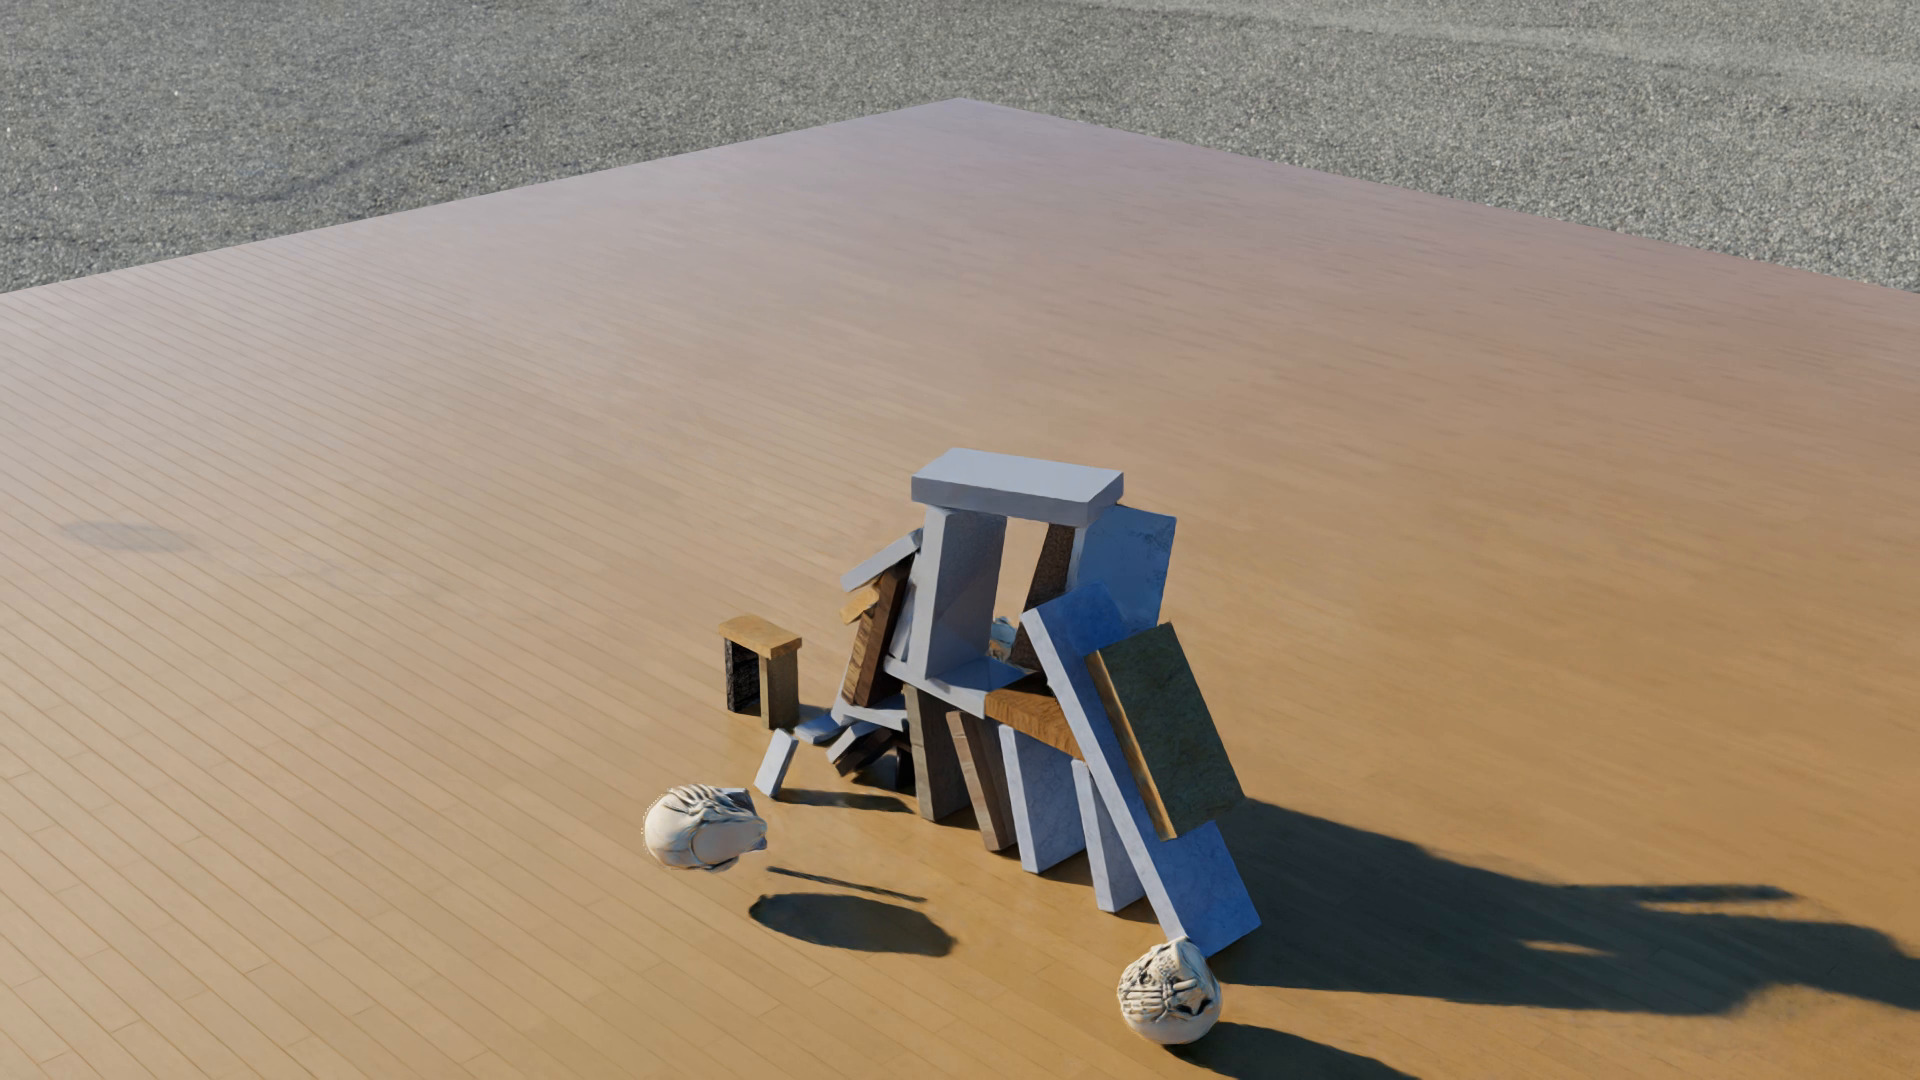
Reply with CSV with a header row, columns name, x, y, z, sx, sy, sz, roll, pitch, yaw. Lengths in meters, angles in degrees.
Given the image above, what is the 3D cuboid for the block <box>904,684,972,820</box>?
name,x,y,z,sx,sy,sz,roll,pitch,yaw
block,-0.031,0.407,4.434,0.142,0.284,0.040,-20,20,-39

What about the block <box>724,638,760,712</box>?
name,x,y,z,sx,sy,sz,roll,pitch,yaw
block,-0.476,0.285,4.862,0.025,0.176,0.088,21,31,41

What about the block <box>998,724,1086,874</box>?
name,x,y,z,sx,sy,sz,roll,pitch,yaw
block,0.164,0.478,4.254,0.148,0.295,0.042,-21,17,-40

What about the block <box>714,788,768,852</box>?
name,x,y,z,sx,sy,sz,roll,pitch,yaw
block,-0.421,0.538,4.231,0.065,0.131,0.018,-6,23,27

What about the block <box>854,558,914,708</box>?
name,x,y,z,sx,sy,sz,roll,pitch,yaw
block,-0.122,0.180,4.410,0.126,0.359,0.036,-24,53,-37

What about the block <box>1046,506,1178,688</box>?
name,x,y,z,sx,sy,sz,roll,pitch,yaw
block,0.289,0.117,4.186,0.180,0.360,0.051,11,0,-20

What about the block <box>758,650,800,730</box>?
name,x,y,z,sx,sy,sz,roll,pitch,yaw
block,-0.393,0.317,4.787,0.025,0.176,0.088,21,31,40

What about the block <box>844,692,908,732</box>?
name,x,y,z,sx,sy,sz,roll,pitch,yaw
block,-0.141,0.345,4.493,0.095,0.027,0.191,-22,21,-36

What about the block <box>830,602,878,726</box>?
name,x,y,z,sx,sy,sz,roll,pitch,yaw
block,-0.176,0.247,4.563,0.120,0.308,0.034,-18,50,-43

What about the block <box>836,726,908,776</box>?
name,x,y,z,sx,sy,sz,roll,pitch,yaw
block,-0.168,0.422,4.552,0.095,0.191,0.027,-19,72,-48

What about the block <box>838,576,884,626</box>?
name,x,y,z,sx,sy,sz,roll,pitch,yaw
block,-0.144,0.103,4.509,0.120,0.034,0.239,-21,-10,-35

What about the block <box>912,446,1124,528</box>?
name,x,y,z,sx,sy,sz,roll,pitch,yaw
block,0.108,-0.101,4.138,0.356,0.050,0.178,9,24,24

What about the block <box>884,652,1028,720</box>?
name,x,y,z,sx,sy,sz,roll,pitch,yaw
block,-0.002,0.266,4.348,0.142,0.040,0.284,-21,31,-40

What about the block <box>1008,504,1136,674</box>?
name,x,y,z,sx,sy,sz,roll,pitch,yaw
block,0.231,0.092,4.294,0.178,0.356,0.050,17,-13,0

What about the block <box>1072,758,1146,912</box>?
name,x,y,z,sx,sy,sz,roll,pitch,yaw
block,0.300,0.532,4.129,0.148,0.295,0.042,-21,15,-40

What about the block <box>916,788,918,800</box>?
name,x,y,z,sx,sy,sz,roll,pitch,yaw
block,-0.067,0.478,4.503,0.015,0.103,0.051,20,30,41

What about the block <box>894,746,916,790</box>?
name,x,y,z,sx,sy,sz,roll,pitch,yaw
block,-0.106,0.463,4.536,0.051,0.103,0.015,-14,35,-28

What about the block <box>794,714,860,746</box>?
name,x,y,z,sx,sy,sz,roll,pitch,yaw
block,-0.289,0.406,4.780,0.131,0.018,0.065,-20,30,-39

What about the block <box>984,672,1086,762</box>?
name,x,y,z,sx,sy,sz,roll,pitch,yaw
block,0.203,0.336,4.156,0.148,0.042,0.295,-21,31,-40

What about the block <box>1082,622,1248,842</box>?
name,x,y,z,sx,sy,sz,roll,pitch,yaw
block,0.373,0.346,3.995,0.180,0.360,0.051,-19,-6,-35

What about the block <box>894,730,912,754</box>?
name,x,y,z,sx,sy,sz,roll,pitch,yaw
block,-0.082,0.420,4.488,0.051,0.015,0.103,-22,32,-39

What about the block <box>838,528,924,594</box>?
name,x,y,z,sx,sy,sz,roll,pitch,yaw
block,-0.121,0.029,4.360,0.126,0.036,0.252,-23,-6,-43

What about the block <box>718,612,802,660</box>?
name,x,y,z,sx,sy,sz,roll,pitch,yaw
block,-0.435,0.208,4.787,0.088,0.025,0.176,-21,31,-40

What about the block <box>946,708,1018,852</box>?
name,x,y,z,sx,sy,sz,roll,pitch,yaw
block,0.075,0.454,4.338,0.142,0.284,0.040,-21,7,-41

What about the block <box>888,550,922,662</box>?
name,x,y,z,sx,sy,sz,roll,pitch,yaw
block,-0.057,0.115,4.331,0.126,0.252,0.036,-22,50,-41

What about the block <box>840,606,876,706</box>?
name,x,y,z,sx,sy,sz,roll,pitch,yaw
block,-0.165,0.223,4.477,0.120,0.239,0.034,-23,53,-38

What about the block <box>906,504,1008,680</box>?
name,x,y,z,sx,sy,sz,roll,pitch,yaw
block,-0.003,0.079,4.260,0.178,0.369,0.050,-22,41,-41

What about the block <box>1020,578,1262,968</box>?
name,x,y,z,sx,sy,sz,roll,pitch,yaw
block,0.330,0.420,4.010,0.180,0.697,0.051,-21,-5,-40

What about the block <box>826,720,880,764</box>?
name,x,y,z,sx,sy,sz,roll,pitch,yaw
block,-0.208,0.412,4.584,0.095,0.027,0.191,-20,-14,-26

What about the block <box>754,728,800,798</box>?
name,x,y,z,sx,sy,sz,roll,pitch,yaw
block,-0.377,0.458,4.521,0.018,0.131,0.065,17,9,-39
